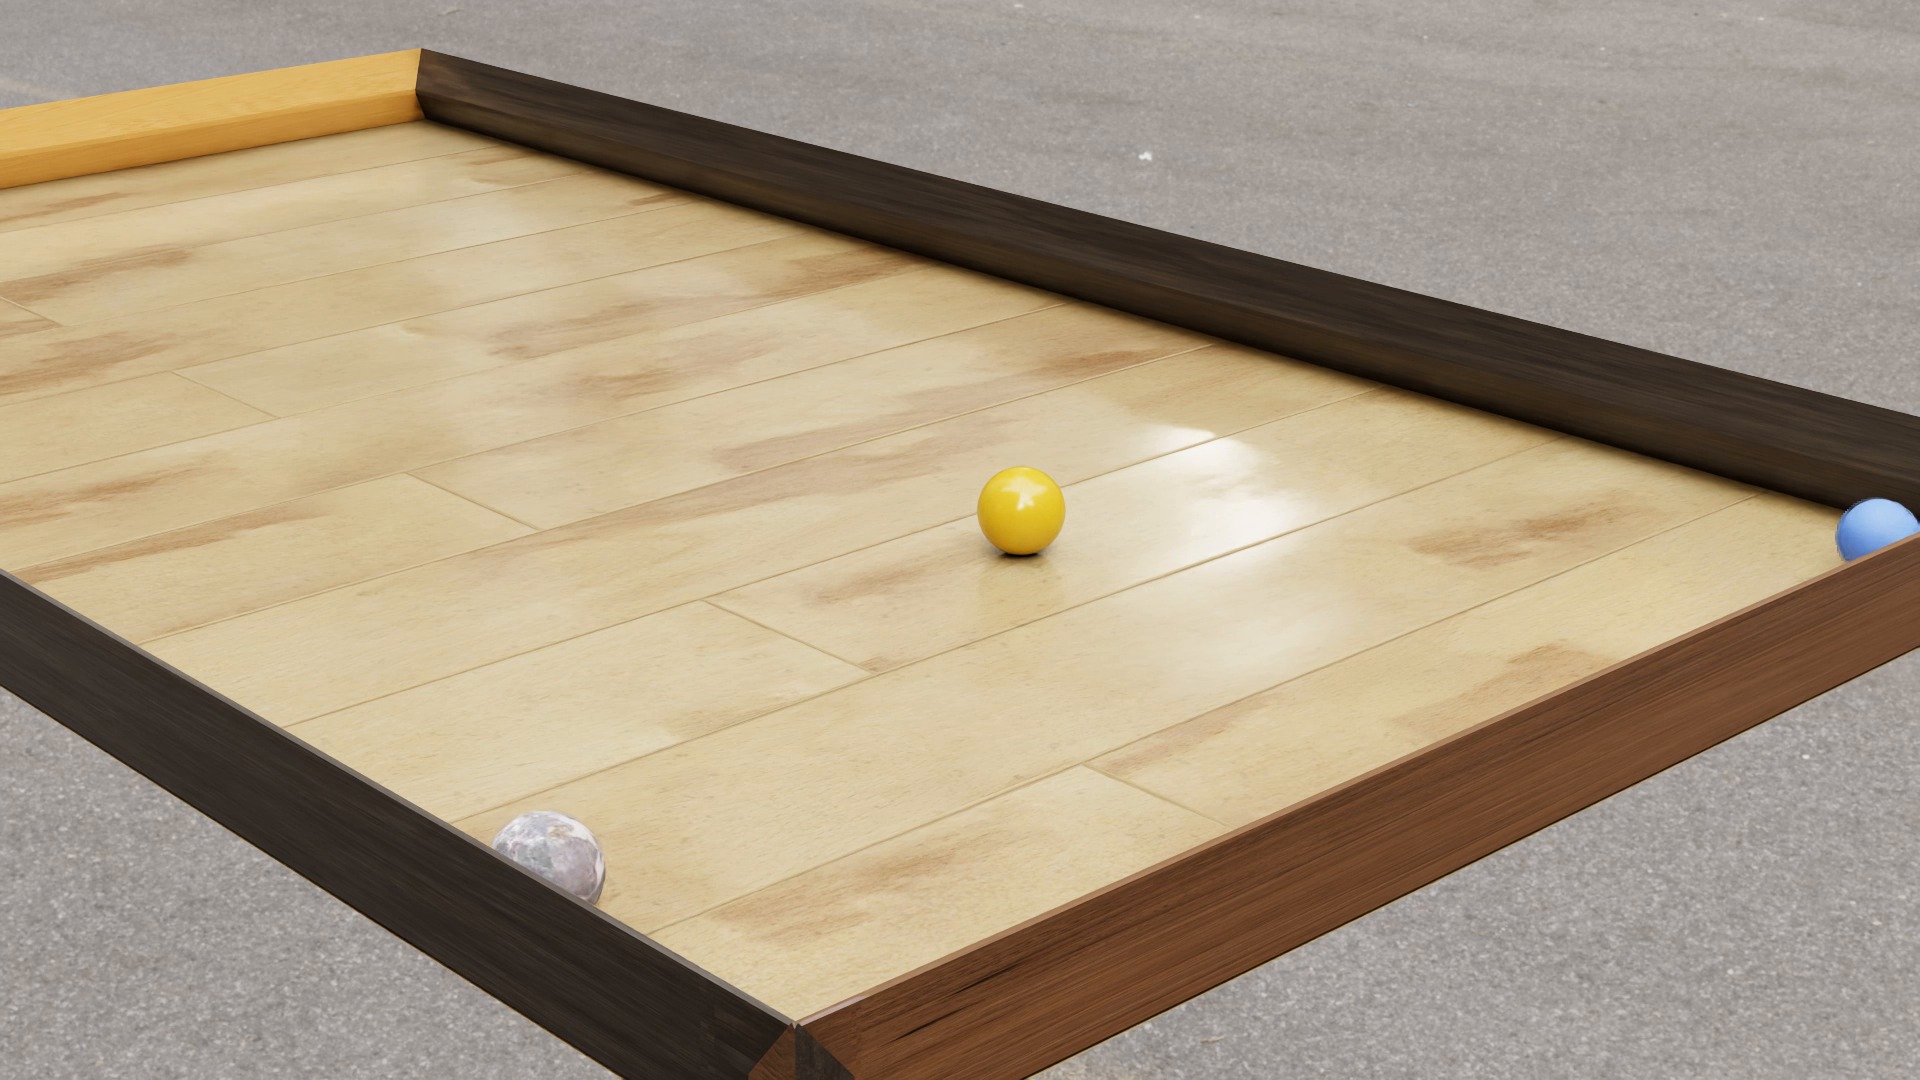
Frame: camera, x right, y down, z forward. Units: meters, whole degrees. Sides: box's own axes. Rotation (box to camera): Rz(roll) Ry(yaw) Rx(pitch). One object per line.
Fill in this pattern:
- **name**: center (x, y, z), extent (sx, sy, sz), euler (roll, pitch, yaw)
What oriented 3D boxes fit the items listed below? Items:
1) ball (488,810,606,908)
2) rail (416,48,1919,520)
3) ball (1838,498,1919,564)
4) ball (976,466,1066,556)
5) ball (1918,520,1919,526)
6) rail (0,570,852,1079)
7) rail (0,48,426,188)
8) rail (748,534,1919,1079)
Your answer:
- **ball**: center (-0.297, 0.237, 2.097), extent (0.087, 0.087, 0.087), euler (0, 20, 0)
- **rail**: center (0.081, -0.373, 3.732), extent (0.045, 0.113, 2.831), euler (-17, 26, -40)
- **ball**: center (0.865, -0.001, 2.768), extent (0.075, 0.075, 0.075), euler (0, 20, 0)
- **ball**: center (0.059, -0.028, 2.827), extent (0.086, 0.086, 0.086), euler (0, 20, 0)
- **ball**: center (0.942, -0.005, 2.778), extent (0.075, 0.075, 0.075), euler (0, 20, 0)
- **rail**: center (-1.040, -0.020, 2.761), extent (0.045, 0.113, 2.831), euler (-17, 26, -40)
- **rail**: center (-1.423, -0.546, 4.208), extent (1.572, 0.113, 0.045), euler (-17, 26, -40)
- **rail**: center (0.464, 0.154, 2.285), extent (1.572, 0.113, 0.045), euler (-17, 26, -40)
